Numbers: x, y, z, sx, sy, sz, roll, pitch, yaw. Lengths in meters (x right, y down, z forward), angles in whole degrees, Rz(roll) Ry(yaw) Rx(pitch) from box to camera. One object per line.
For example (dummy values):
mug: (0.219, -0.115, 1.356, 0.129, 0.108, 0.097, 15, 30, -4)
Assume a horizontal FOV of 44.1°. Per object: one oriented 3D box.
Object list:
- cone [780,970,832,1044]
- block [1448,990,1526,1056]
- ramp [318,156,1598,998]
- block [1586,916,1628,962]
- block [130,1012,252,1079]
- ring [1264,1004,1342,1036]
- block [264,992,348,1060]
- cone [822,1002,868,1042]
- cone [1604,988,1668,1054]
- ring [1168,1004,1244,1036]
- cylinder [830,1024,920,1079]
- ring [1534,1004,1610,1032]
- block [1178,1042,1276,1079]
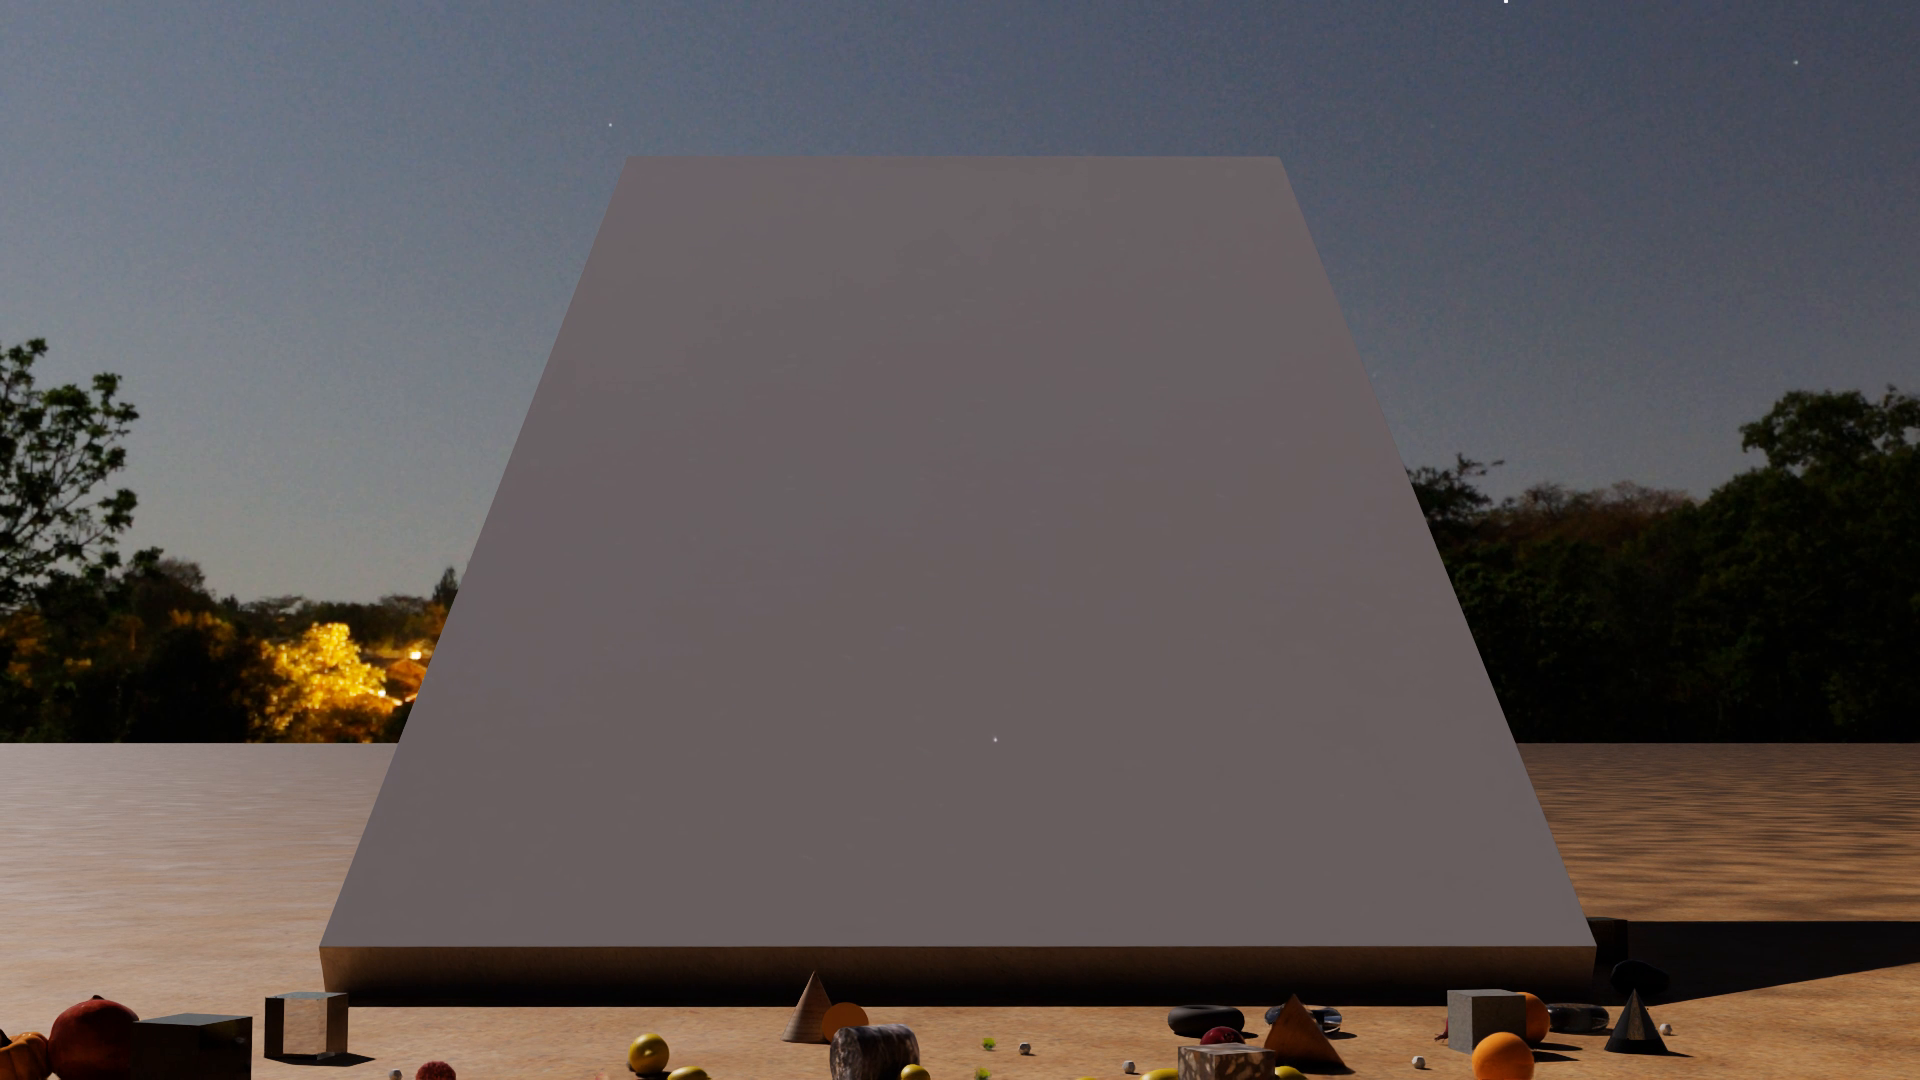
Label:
cone: (-0.199, 0.636, 3.244, 0.094, 0.094, 0.094, 0, -5, 0)
block: (0.693, 0.634, 3.120, 0.076, 0.076, 0.076, 1, -5, -12)
ramp: (-0.011, -0.227, 5.513, 2.000, 0.100, 4.000, 0, 27, 0)
block: (1.179, 0.739, 4.383, 0.076, 0.076, 0.076, 2, -5, -19)
block: (-0.870, 0.589, 2.684, 0.093, 0.093, 0.093, -2, -5, 21)
ring: (0.479, 0.670, 3.308, 0.108, 0.036, 0.108, 1, -6, 0)
block: (-0.849, 0.631, 3.081, 0.077, 0.077, 0.077, -1, -5, 15)
cone: (-0.154, 0.665, 3.199, 0.063, 0.063, 0.063, 0, -31, -1)
cone: (0.891, 0.632, 3.127, 0.082, 0.082, 0.082, 0, -5, 0)
ring: (0.343, 0.670, 3.308, 0.108, 0.036, 0.108, 1, -6, 0)
cylinder: (-0.100, 0.604, 2.760, 0.077, 0.077, 0.077, 3, -6, -32)
ring: (0.864, 0.675, 3.348, 0.102, 0.034, 0.102, 0, -6, 0)
block: (0.288, 0.588, 2.561, 0.076, 0.076, 0.076, 2, -5, -26)
